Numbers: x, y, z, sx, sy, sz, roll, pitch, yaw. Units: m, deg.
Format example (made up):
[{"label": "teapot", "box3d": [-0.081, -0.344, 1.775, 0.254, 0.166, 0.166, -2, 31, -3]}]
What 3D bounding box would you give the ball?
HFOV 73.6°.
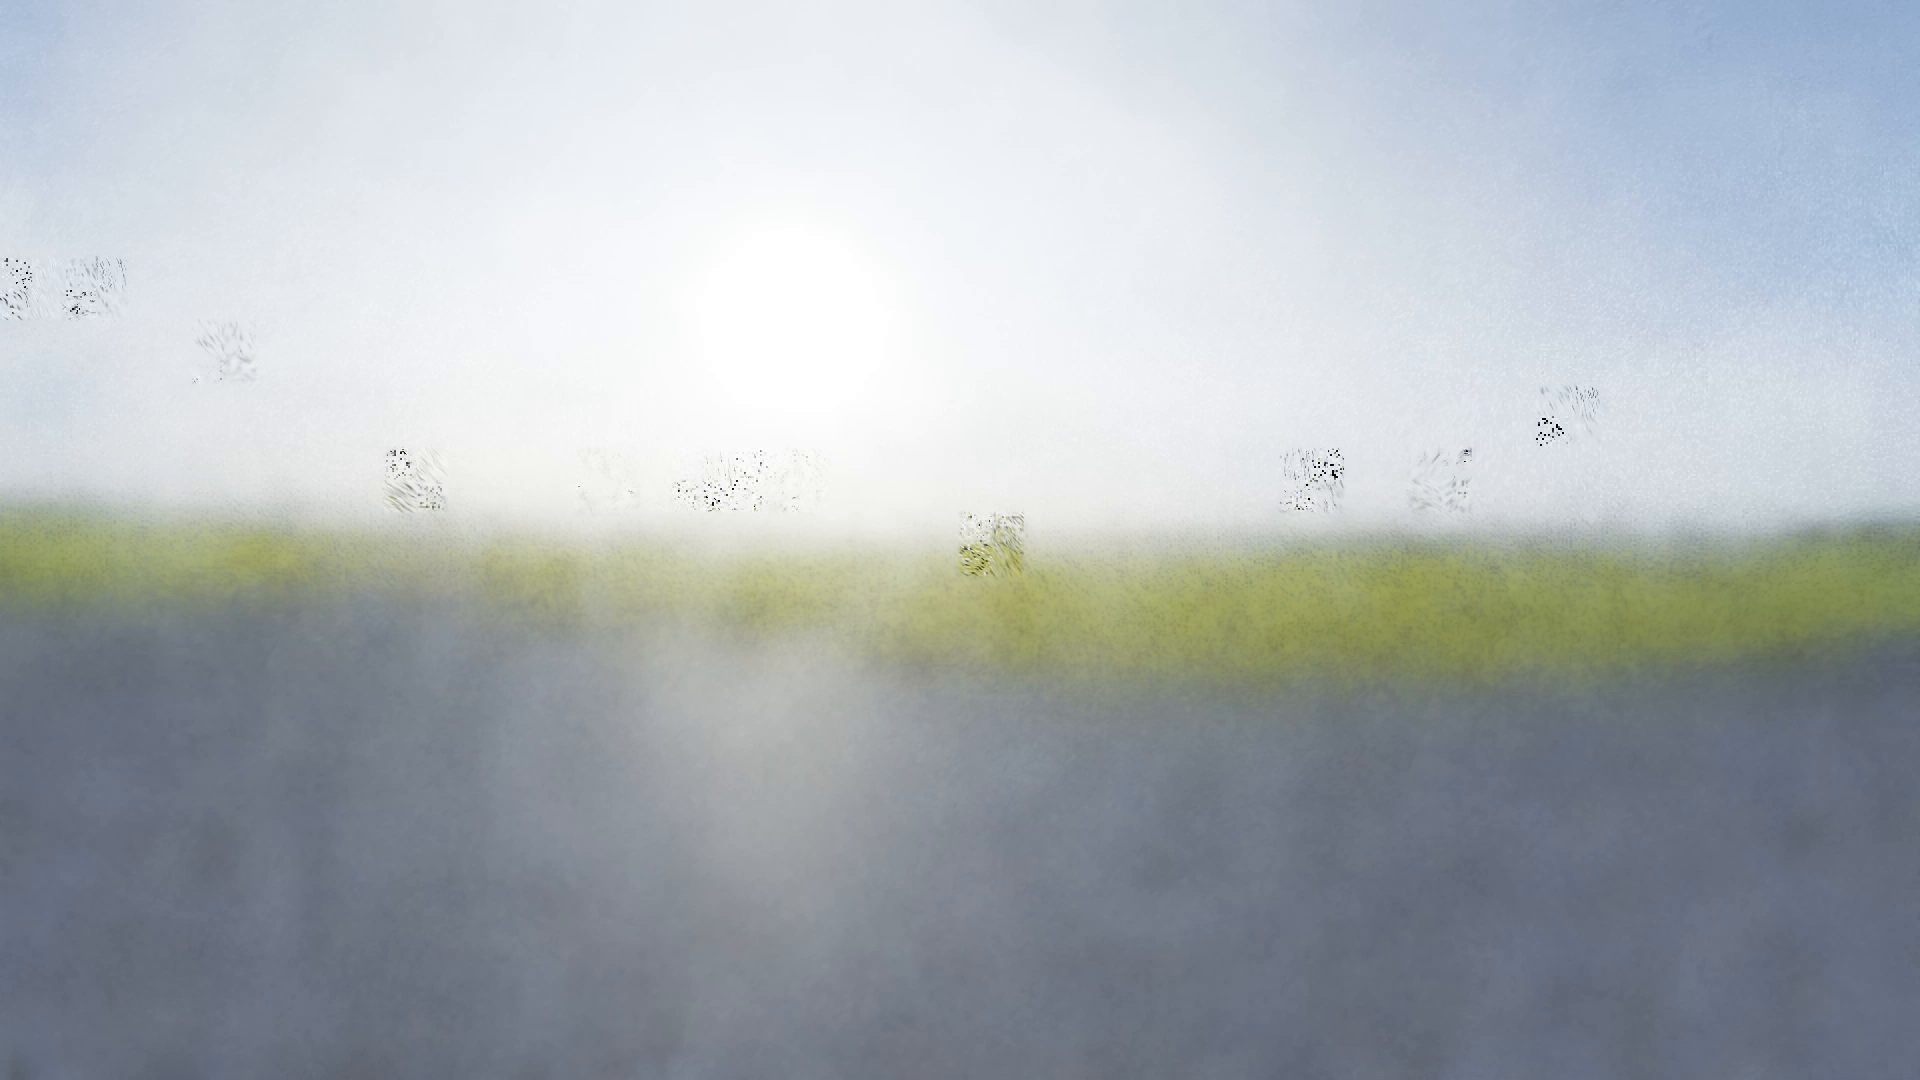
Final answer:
[{"label": "ball", "box3d": [0.000, -0.002, 0.056, 0.080, 0.080, 0.080, 0, 4, 0]}]
